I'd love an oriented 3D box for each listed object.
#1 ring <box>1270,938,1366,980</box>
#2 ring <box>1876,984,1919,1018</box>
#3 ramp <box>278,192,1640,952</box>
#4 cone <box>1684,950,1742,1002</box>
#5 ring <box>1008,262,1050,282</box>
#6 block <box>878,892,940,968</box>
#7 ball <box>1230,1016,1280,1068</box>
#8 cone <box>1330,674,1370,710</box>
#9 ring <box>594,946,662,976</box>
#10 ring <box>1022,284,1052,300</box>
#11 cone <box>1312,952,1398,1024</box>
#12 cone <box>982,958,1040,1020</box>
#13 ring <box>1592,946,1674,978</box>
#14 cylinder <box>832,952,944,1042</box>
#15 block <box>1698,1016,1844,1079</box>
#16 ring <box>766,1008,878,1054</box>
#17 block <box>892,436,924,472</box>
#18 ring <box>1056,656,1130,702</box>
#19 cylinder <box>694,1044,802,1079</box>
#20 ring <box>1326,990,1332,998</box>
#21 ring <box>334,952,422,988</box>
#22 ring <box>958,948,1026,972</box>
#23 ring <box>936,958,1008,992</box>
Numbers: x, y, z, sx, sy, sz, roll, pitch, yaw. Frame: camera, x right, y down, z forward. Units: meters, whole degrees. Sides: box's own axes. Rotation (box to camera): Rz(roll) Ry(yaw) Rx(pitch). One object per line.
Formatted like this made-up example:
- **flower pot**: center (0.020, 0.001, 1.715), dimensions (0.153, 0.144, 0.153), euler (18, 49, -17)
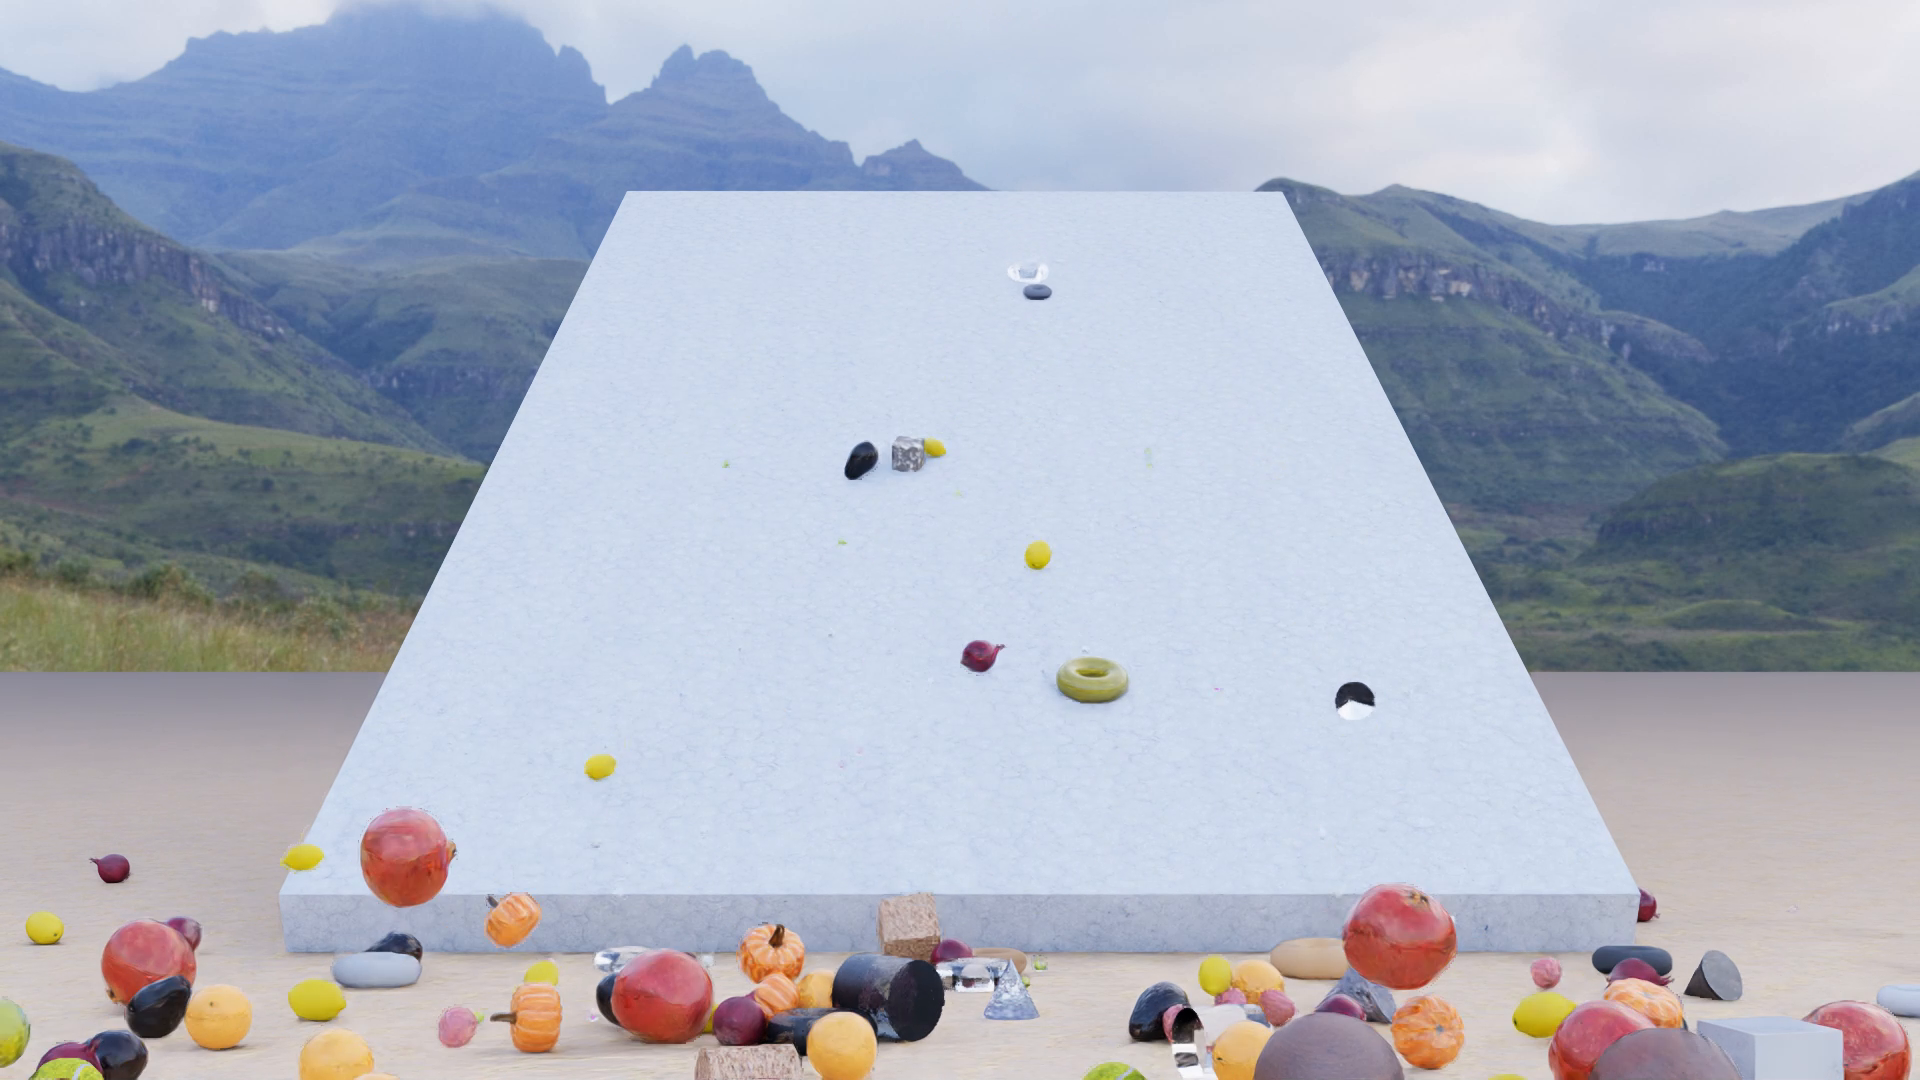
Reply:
- **ring**: center (0.494, 0.576, 3.183), dimensions (0.134, 0.045, 0.134), euler (-1, -2, 0)
- **ring**: center (1.170, 0.563, 2.830), dimensions (0.094, 0.031, 0.094), euler (1, -2, 0)
- **ramp**: center (-0.008, -0.226, 5.257), dimensions (2.000, 0.100, 4.000), euler (0, 23, 0)
- **cone**: center (0.953, 0.571, 2.973), dimensions (0.069, 0.069, 0.069), euler (2, -30, -34)
- **ring**: center (0.185, -0.722, 6.233), dimensions (0.111, 0.037, 0.111), euler (-1, 25, 0)
- **block**: center (-0.069, 0.540, 3.175), dimensions (0.076, 0.076, 0.076), euler (-6, -47, -6)
- **ball**: center (0.312, 0.532, 2.456), dimensions (0.053, 0.053, 0.053), euler (0, -3, 0)
- **cone**: center (0.666, 0.273, 3.938), dimensions (0.067, 0.067, 0.067), euler (-1, -29, 17)
- **ring**: center (-0.461, 0.584, 3.216), dimensions (0.093, 0.031, 0.093), euler (-1, -2, 0)
- **ring**: center (0.202, -0.652, 6.087), dimensions (0.077, 0.026, 0.077), euler (1, 23, 0)
- **cone**: center (0.462, 0.555, 2.779), dimensions (0.092, 0.092, 0.092), euler (-29, -13, 18)
- **cone**: center (0.062, 0.542, 2.813), dimensions (0.071, 0.071, 0.071), euler (0, -3, 0)
- **ring**: center (0.928, 0.581, 3.197), dimensions (0.108, 0.036, 0.108), euler (0, -4, 0)
- **cylinder**: center (-0.083, 0.524, 2.657), dimensions (0.091, 0.091, 0.091), euler (-3, -4, 44)
- **block**: center (0.750, 0.496, 2.146), dimensions (0.092, 0.092, 0.092), euler (1, -3, -15)
- **ring**: center (-0.153, 0.545, 2.572), dimensions (0.123, 0.041, 0.123), euler (0, -4, 0)
- **block**: center (-0.111, -0.184, 4.958), dimensions (0.058, 0.058, 0.058), euler (5, 24, 12)
- **ring**: center (0.229, 0.240, 3.997), dimensions (0.128, 0.043, 0.128), euler (1, 23, 0)
- **cylinder**: center (-0.191, 0.498, 2.088), dimensions (0.082, 0.082, 0.082), euler (1, -3, -18)
- **ring**: center (0.490, 0.567, 2.852), dimensions (0.078, 0.026, 0.078), euler (1, -4, 0)
- **ring**: center (-0.776, 0.574, 3.087), dimensions (0.115, 0.038, 0.115), euler (2, -3, 0)
- **ring**: center (0.043, 0.582, 3.191), dimensions (0.098, 0.033, 0.098), euler (-1, -3, 0)
- **ring**: center (0.020, 0.572, 3.048), dimensions (0.112, 0.037, 0.112), euler (0, -4, 0)
